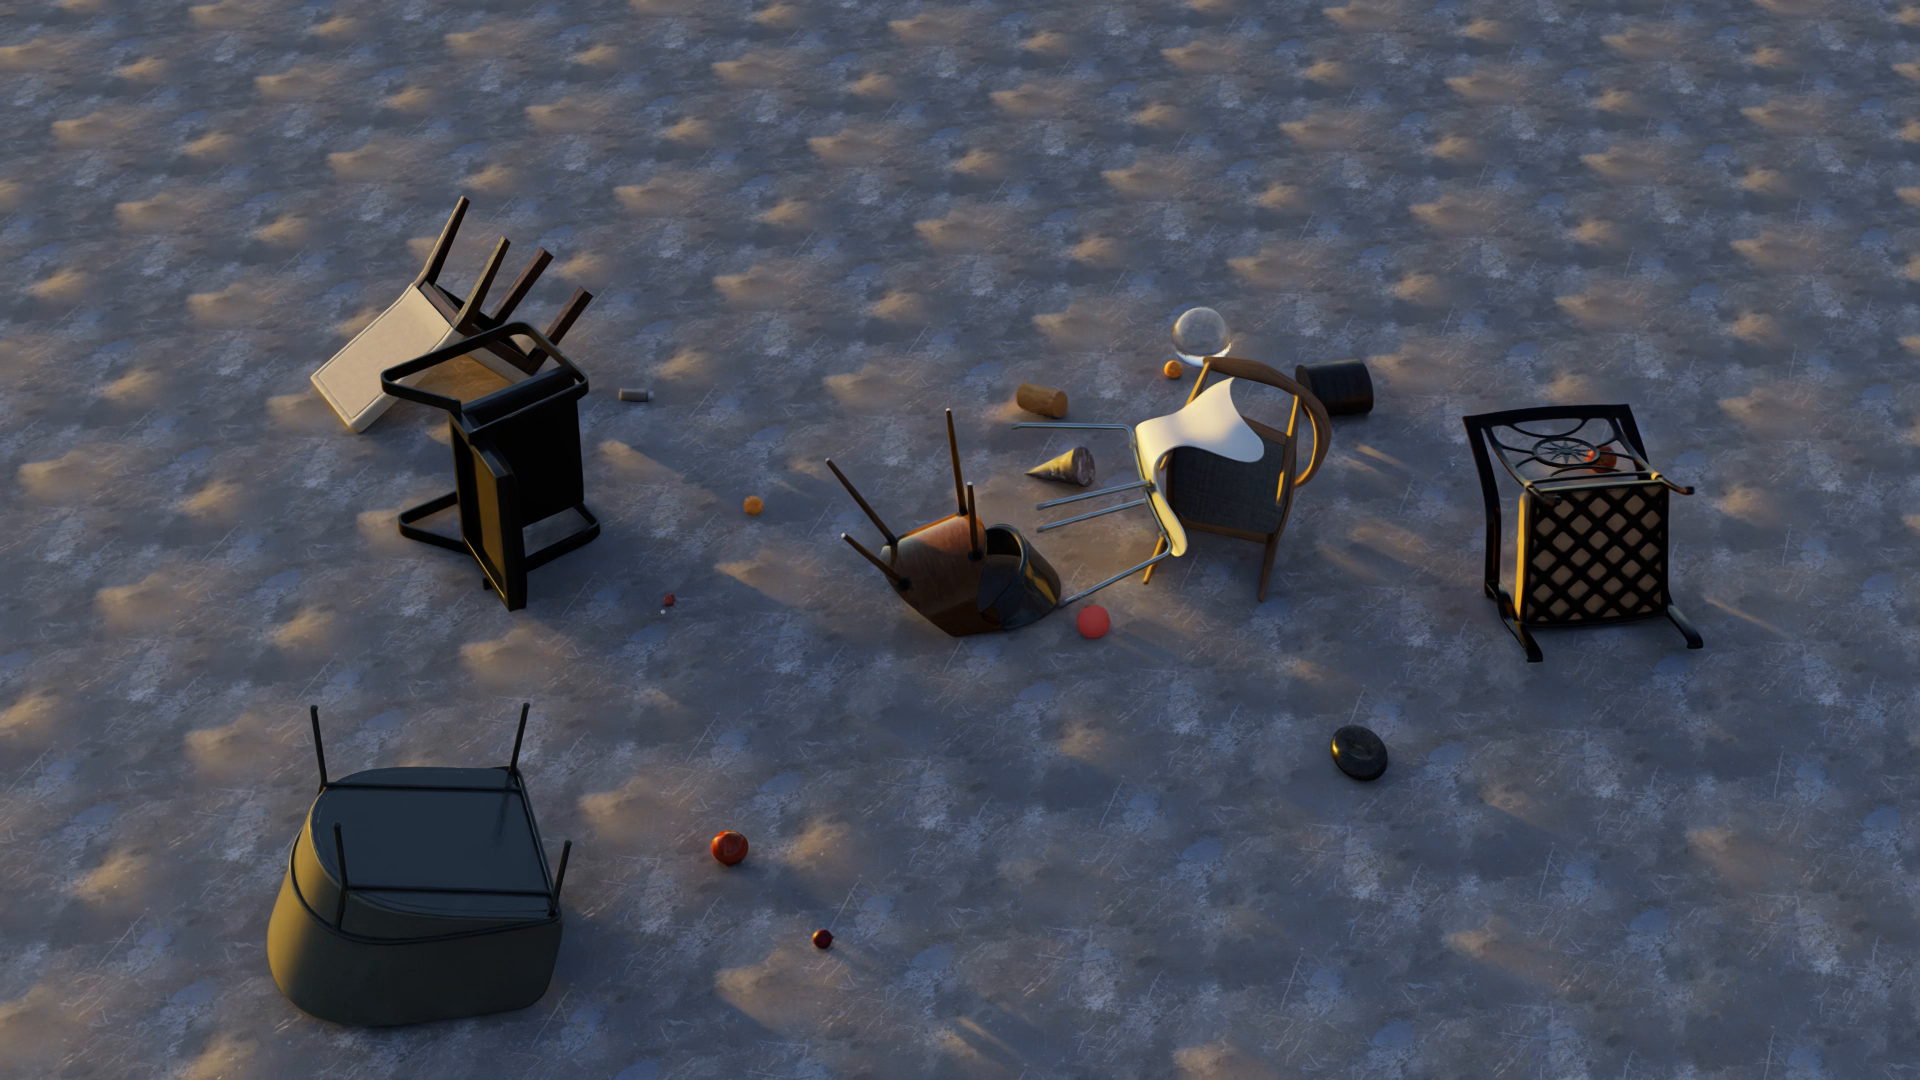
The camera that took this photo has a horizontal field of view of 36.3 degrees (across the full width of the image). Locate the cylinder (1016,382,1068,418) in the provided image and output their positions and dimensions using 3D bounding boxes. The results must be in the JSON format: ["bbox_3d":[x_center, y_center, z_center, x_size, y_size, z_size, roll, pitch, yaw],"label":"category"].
[{"bbox_3d":[0.328,-0.559,11.667,0.158,0.103,0.172,16,-5,23],"label":"cylinder"}]

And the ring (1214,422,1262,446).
[{"bbox_3d":[1.092,-0.415,11.517,0.200,0.064,0.111,-6,33,-8],"label":"ring"}]

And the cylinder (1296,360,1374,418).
[{"bbox_3d":[1.492,-0.603,11.691,0.244,0.185,0.263,-6,40,-9],"label":"cylinder"}]

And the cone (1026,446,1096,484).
[{"bbox_3d":[0.361,-0.271,11.281,0.251,0.151,0.228,-7,-3,25],"label":"cone"}]

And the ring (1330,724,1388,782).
[{"bbox_3d":[1.334,0.711,9.800,0.183,0.073,0.274,-7,33,-8],"label":"ring"}]

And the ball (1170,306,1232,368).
[{"bbox_3d":[0.985,-0.828,11.976,0.248,0.248,0.248,0,33,0],"label":"ball"}]

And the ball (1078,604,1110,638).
[{"bbox_3d":[0.475,0.288,10.400,0.118,0.118,0.118,0,33,0],"label":"ball"}]
